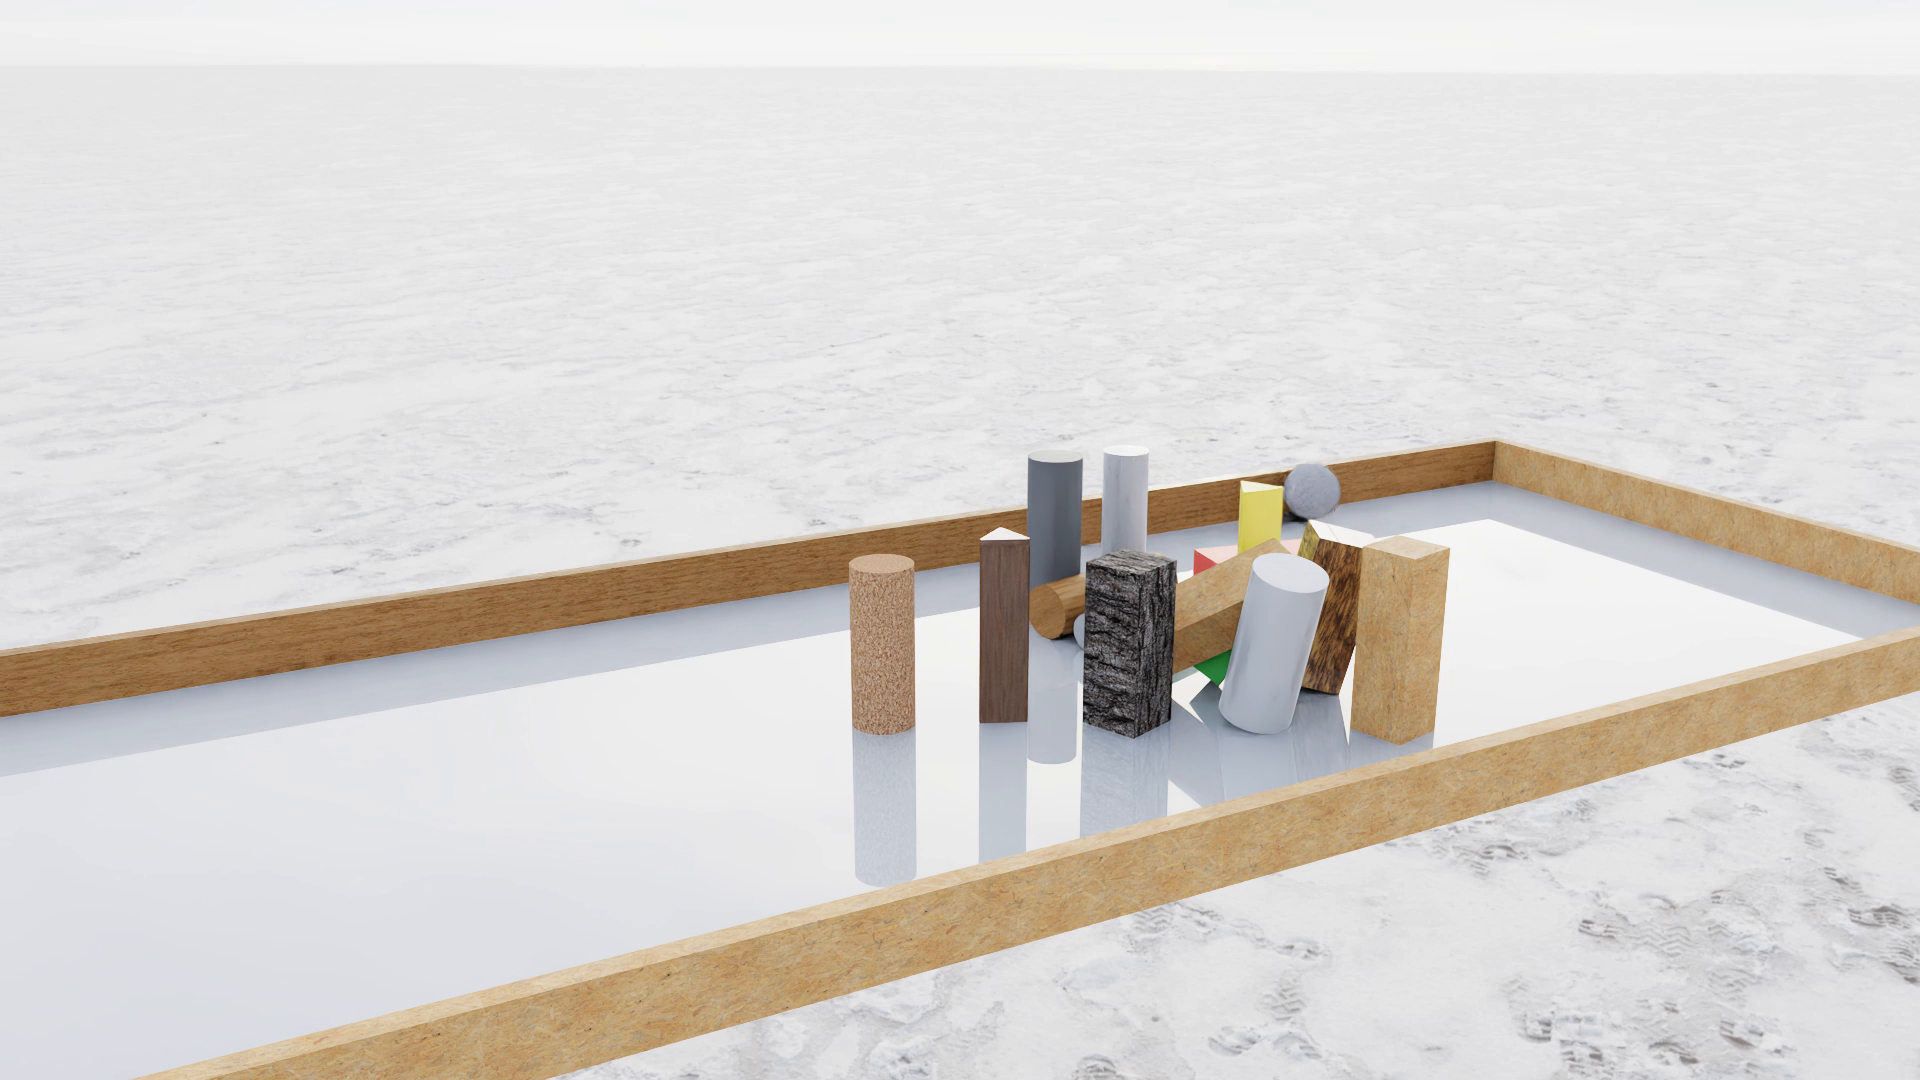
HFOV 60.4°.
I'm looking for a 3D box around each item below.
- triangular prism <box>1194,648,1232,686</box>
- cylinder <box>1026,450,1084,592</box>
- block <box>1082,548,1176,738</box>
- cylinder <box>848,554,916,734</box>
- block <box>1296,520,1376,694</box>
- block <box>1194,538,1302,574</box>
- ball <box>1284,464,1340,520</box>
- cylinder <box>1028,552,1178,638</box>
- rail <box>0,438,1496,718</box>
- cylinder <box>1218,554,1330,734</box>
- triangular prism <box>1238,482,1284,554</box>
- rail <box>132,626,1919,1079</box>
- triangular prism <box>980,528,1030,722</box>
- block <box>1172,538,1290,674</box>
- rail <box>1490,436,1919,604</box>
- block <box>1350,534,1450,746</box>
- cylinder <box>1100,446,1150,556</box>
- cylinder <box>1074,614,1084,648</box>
[{"bbox_3d":[0.719,0.206,4.114,0.091,0.335,0.078,38,6,24],"label":"triangular prism"},{"bbox_3d":[0.264,-0.018,4.625,0.153,0.446,0.153,0,16,0],"label":"cylinder"},{"bbox_3d":[0.394,0.238,3.841,0.149,0.396,0.149,14,22,40],"label":"block"},{"bbox_3d":[-0.180,0.242,3.836,0.150,0.392,0.150,0,16,0],"label":"cylinder"},{"bbox_3d":[0.899,0.165,4.079,0.164,0.375,0.164,14,16,-2],"label":"block"},{"bbox_3d":[0.881,0.106,4.714,0.397,0.158,0.158,-5,17,-18],"label":"block"},{"bbox_3d":[1.188,-0.164,5.575,0.190,0.190,0.190,0,16,0],"label":"ball"},{"bbox_3d":[0.400,0.151,4.577,0.452,0.148,0.148,-14,21,-40],"label":"cylinder"},{"bbox_3d":[-3.305,0.497,3.399,12.000,0.150,0.050,-9,18,-27],"label":"rail"},{"bbox_3d":[0.721,0.240,3.802,0.174,0.384,0.174,6,29,-3],"label":"cylinder"},{"bbox_3d":[0.758,0.071,4.330,0.119,0.442,0.103,-7,18,-23],"label":"triangular prism"},{"bbox_3d":[-2.336,1.006,1.665,12.000,0.150,0.050,-9,18,-27],"label":"rail"},{"bbox_3d":[0.099,0.200,3.875,0.113,0.450,0.098,-1,16,-5],"label":"triangular prism"},{"bbox_3d":[0.616,0.176,4.024,0.457,0.141,0.141,-28,41,30],"label":"block"},{"bbox_3d":[2.466,-0.048,5.253,0.050,0.150,2.100,-9,18,-27],"label":"rail"},{"bbox_3d":[1.009,0.228,3.790,0.138,0.444,0.138,-14,21,-39],"label":"block"},{"bbox_3d":[0.480,-0.059,4.819,0.133,0.416,0.133,0,16,0],"label":"cylinder"},{"bbox_3d":[0.446,0.213,4.447,0.103,0.103,0.308,15,22,42],"label":"cylinder"}]
